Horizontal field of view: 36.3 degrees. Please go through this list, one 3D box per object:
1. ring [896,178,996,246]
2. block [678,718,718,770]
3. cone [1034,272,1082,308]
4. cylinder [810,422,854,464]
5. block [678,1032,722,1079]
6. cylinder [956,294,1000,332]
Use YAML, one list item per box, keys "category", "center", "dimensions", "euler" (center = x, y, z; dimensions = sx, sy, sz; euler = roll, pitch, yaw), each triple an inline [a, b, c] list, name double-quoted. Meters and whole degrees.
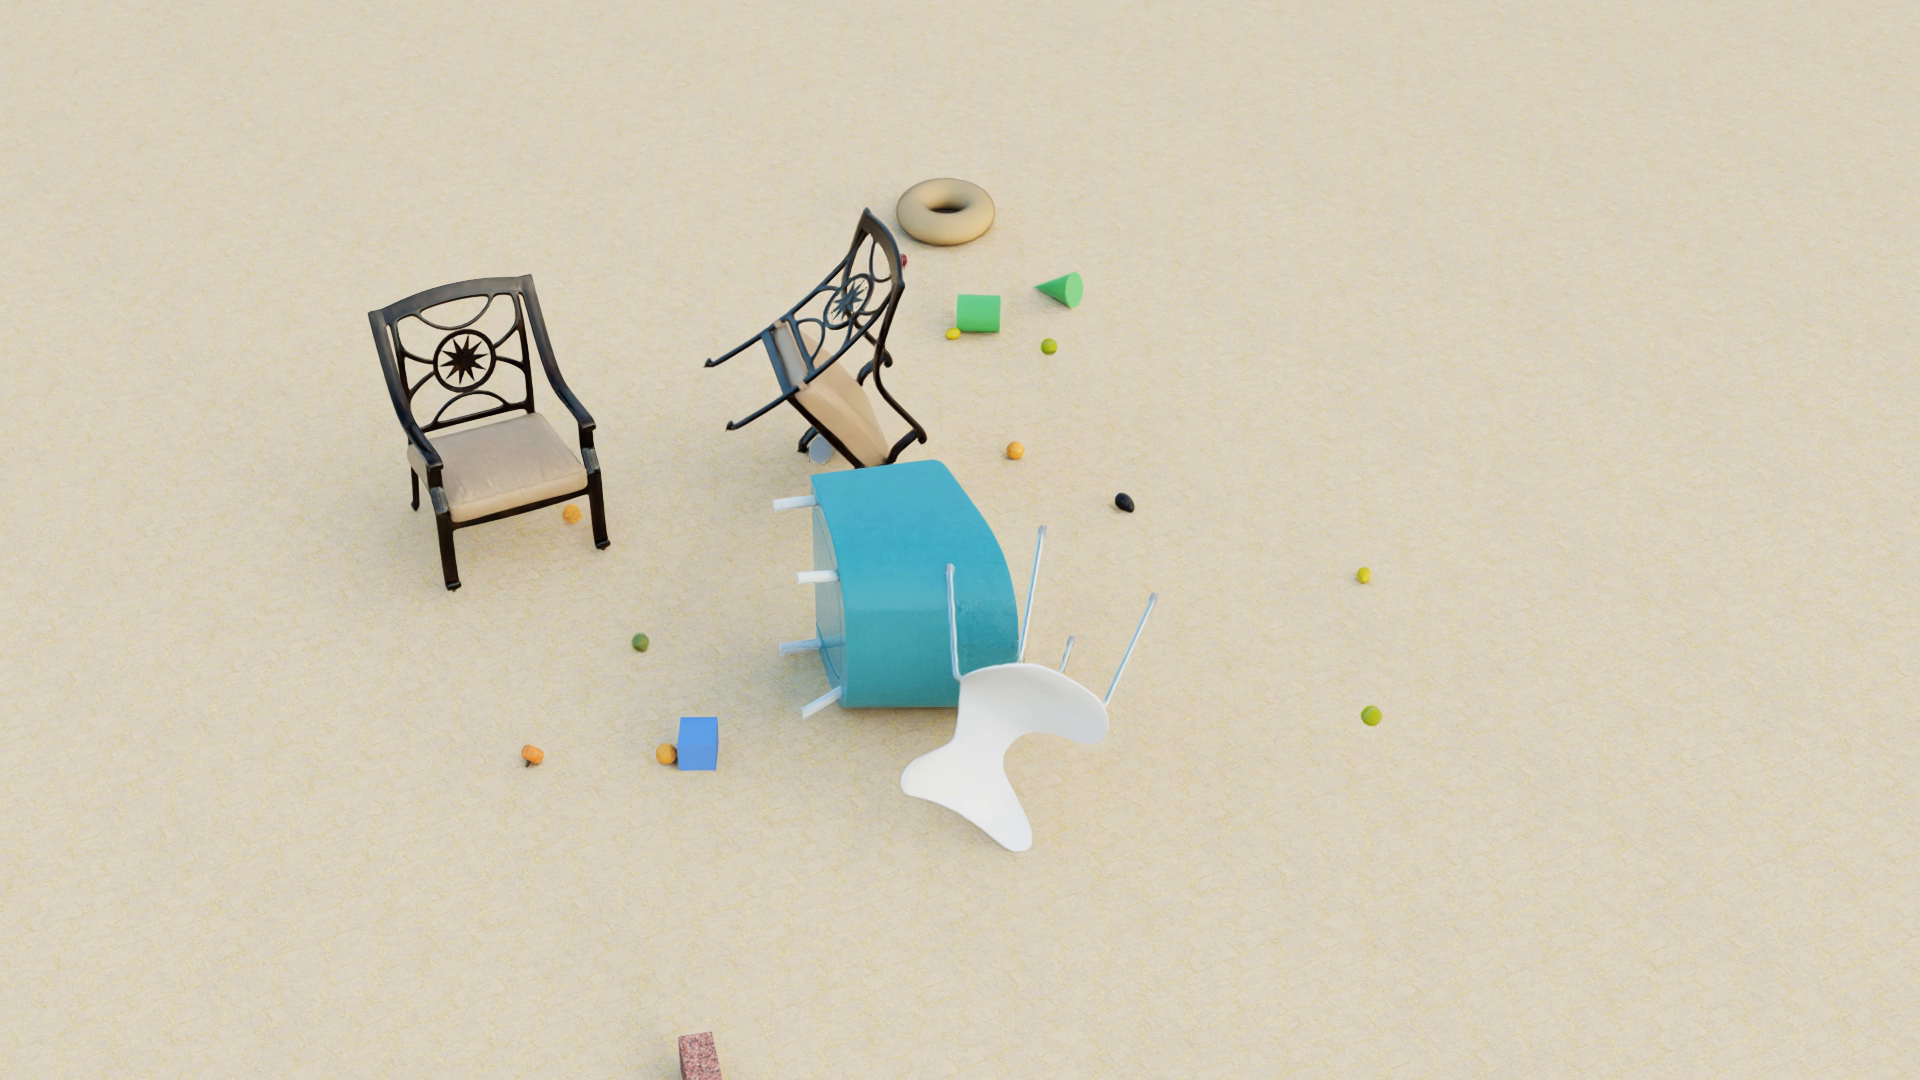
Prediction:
- category: "ring"
  center: [-0.064, -1.464, 13.050]
  dimensions: [0.443, 0.129, 0.514]
  euler: [2, 34, 1]
- category: "block"
  center: [-0.876, 0.682, 9.814]
  dimensions: [0.123, 0.105, 0.157]
  euler: [0, 33, 0]
- category: "cone"
  center: [0.399, -1.072, 12.507]
  dimensions: [0.106, 0.151, 0.241]
  euler: [-6, 11, -44]
- category: "cylinder"
  center: [-0.498, -0.378, 11.376]
  dimensions: [0.085, 0.109, 0.219]
  euler: [25, 25, 14]
- category: "block"
  center: [-0.748, 1.546, 8.482]
  dimensions: [0.099, 0.127, 0.209]
  euler: [-7, 34, -11]
- category: "cylinder"
  center: [0.078, -0.947, 12.241]
  dimensions: [0.175, 0.155, 0.150]
  euler: [3, 26, 4]
